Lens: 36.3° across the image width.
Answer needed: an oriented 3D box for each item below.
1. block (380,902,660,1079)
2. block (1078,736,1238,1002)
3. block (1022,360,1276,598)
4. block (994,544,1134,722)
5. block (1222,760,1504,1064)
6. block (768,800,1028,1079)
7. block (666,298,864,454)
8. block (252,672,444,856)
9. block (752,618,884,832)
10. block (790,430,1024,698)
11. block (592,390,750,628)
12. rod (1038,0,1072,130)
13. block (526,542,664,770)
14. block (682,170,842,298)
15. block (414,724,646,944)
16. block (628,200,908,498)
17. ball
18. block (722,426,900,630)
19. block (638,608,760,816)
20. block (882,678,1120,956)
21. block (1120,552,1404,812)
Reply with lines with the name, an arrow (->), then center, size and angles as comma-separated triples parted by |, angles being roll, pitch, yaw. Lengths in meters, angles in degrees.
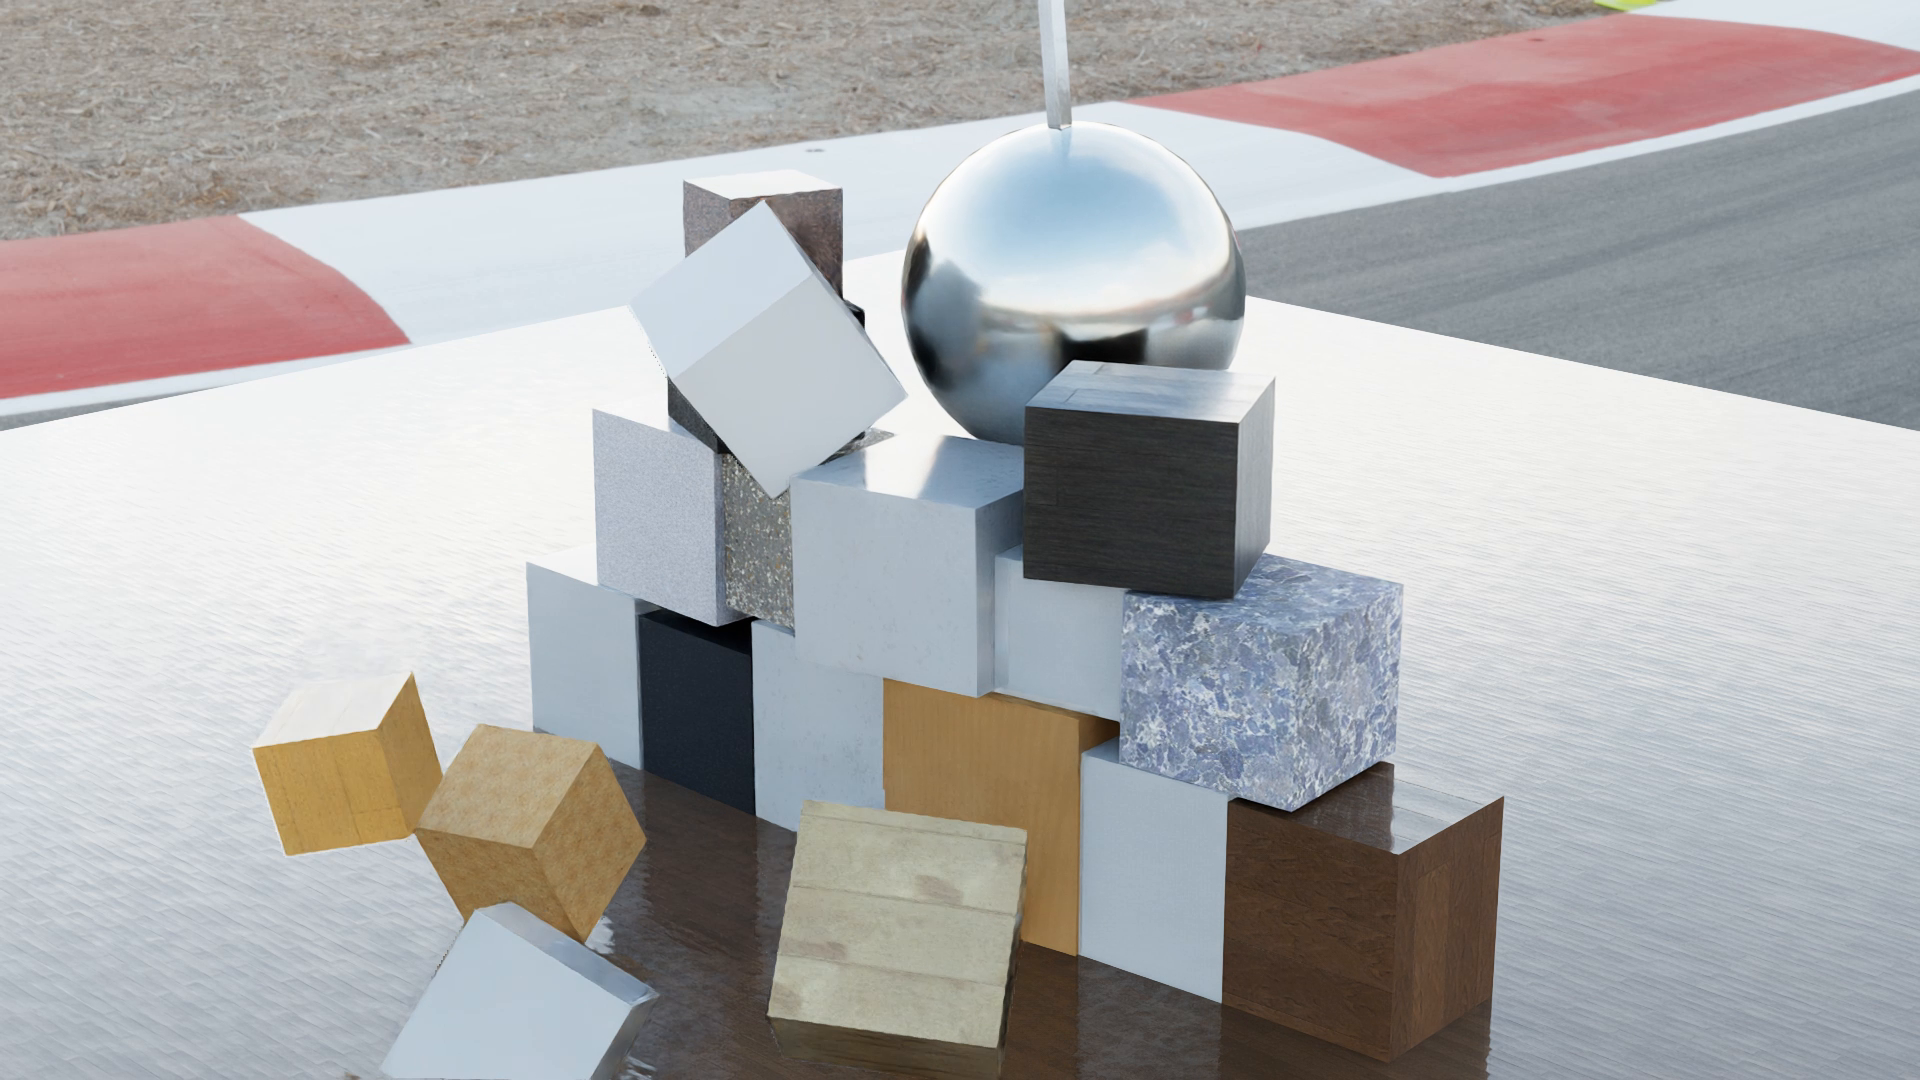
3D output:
block -> -1.609, 1.809, 10.808 | 0.671, 0.668, 0.599 | 31, -2, 6
block -> 1.069, 1.315, 12.609 | 0.744, 0.930, 0.855 | 14, 22, 37
block -> 0.800, -0.270, 12.285 | 0.886, 0.739, 0.801 | 5, 18, 16
block -> 0.630, 0.328, 12.638 | 0.673, 0.614, 0.727 | 12, 21, 32
block -> 1.659, 1.487, 12.108 | 0.819, 0.903, 0.795 | 14, 22, 38
block -> -0.204, 1.454, 10.499 | 0.793, 0.771, 0.792 | 7, -20, 4
block -> -0.934, -0.842, 13.990 | 0.736, 0.624, 0.736 | -7, 19, -23
block -> -2.547, 0.929, 12.241 | 0.536, 0.501, 0.565 | -9, 21, 9
block -> -0.307, 0.861, 13.955 | 0.979, 0.988, 0.932 | 17, 24, 42
block -> -0.067, 0.082, 13.042 | 0.976, 0.840, 0.949 | 10, 20, 33
block -> -1.165, -0.211, 14.511 | 0.904, 0.902, 0.918 | -17, 25, -42
rod -> 0.226, -4.261, 12.239 | 0.080, 5.200, 0.080 | 17, 31, 42
block -> -1.574, 0.528, 15.161 | 0.956, 0.901, 0.880 | -17, 24, -42
block -> -0.932, -1.414, 13.857 | 0.579, 0.546, 0.520 | -9, 20, -28
block -> -1.875, 1.279, 12.802 | 0.637, 0.650, 0.600 | 7, 47, 27
block -> -0.853, -0.849, 13.026 | 0.758, 0.804, 0.759 | -37, 37, 3
ball -> 0.521, -1.130, 13.533 | 1.600, 1.600, 1.600 | 0, 17, 0
block -> -0.555, -0.050, 13.926 | 0.806, 0.768, 0.791 | -17, 24, -42
block -> -0.958, 0.752, 14.590 | 0.931, 0.817, 0.836 | -17, 24, -42
block -> 0.342, 1.074, 13.108 | 1.029, 1.091, 0.900 | 12, 21, 34
block -> 1.255, 0.558, 12.219 | 0.843, 0.748, 0.828 | 13, 22, 36
